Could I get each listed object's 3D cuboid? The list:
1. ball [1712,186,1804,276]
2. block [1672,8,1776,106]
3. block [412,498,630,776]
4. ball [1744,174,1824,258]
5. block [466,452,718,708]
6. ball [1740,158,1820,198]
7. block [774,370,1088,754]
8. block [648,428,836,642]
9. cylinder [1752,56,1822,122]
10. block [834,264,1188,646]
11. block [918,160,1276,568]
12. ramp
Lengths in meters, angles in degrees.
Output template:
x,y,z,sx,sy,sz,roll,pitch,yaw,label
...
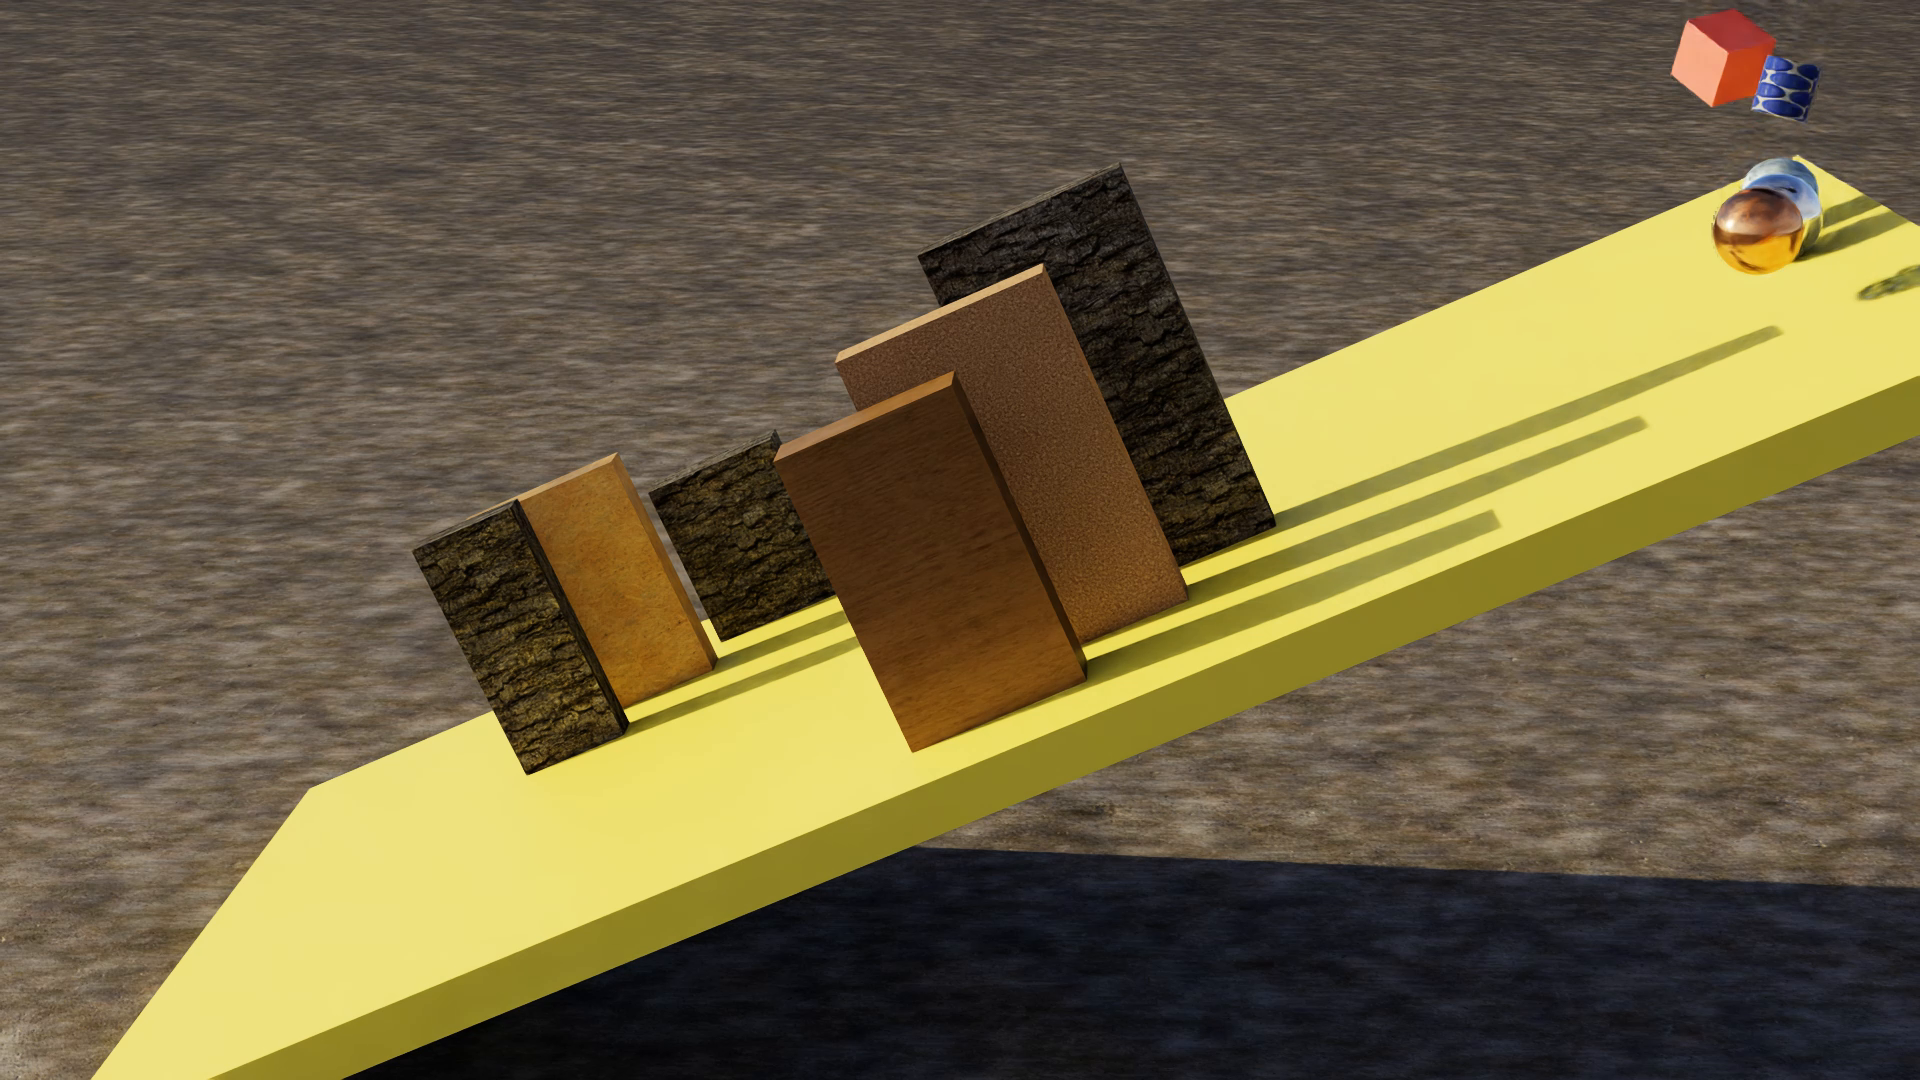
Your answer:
x,y,z,sx,sy,sz,roll,pitch,yaw,label
1.529,-0.592,5.631,0.169,0.169,0.169,0,15,0,ball
1.547,-0.979,5.962,0.128,0.128,0.128,-18,47,-25,block
-0.987,0.221,6.630,0.246,0.578,0.090,-23,13,8,block
1.694,-0.668,6.096,0.183,0.183,0.183,0,15,0,ball
-0.861,0.125,6.854,0.391,0.544,0.094,-23,13,8,block
1.754,-0.736,6.296,0.165,0.165,0.165,0,15,0,ball
-0.050,0.043,5.510,0.360,0.616,0.132,-23,13,8,block
-0.508,-0.010,7.051,0.321,0.406,0.119,-23,13,8,block
1.603,-0.875,5.705,0.107,0.107,0.107,13,11,-3,cylinder
0.104,-0.124,5.698,0.432,0.701,0.105,-23,13,8,block
0.278,-0.306,5.902,0.434,0.791,0.097,-23,13,8,block
0.133,0.170,6.284,4.000,0.100,2.000,-23,13,8,ramp
